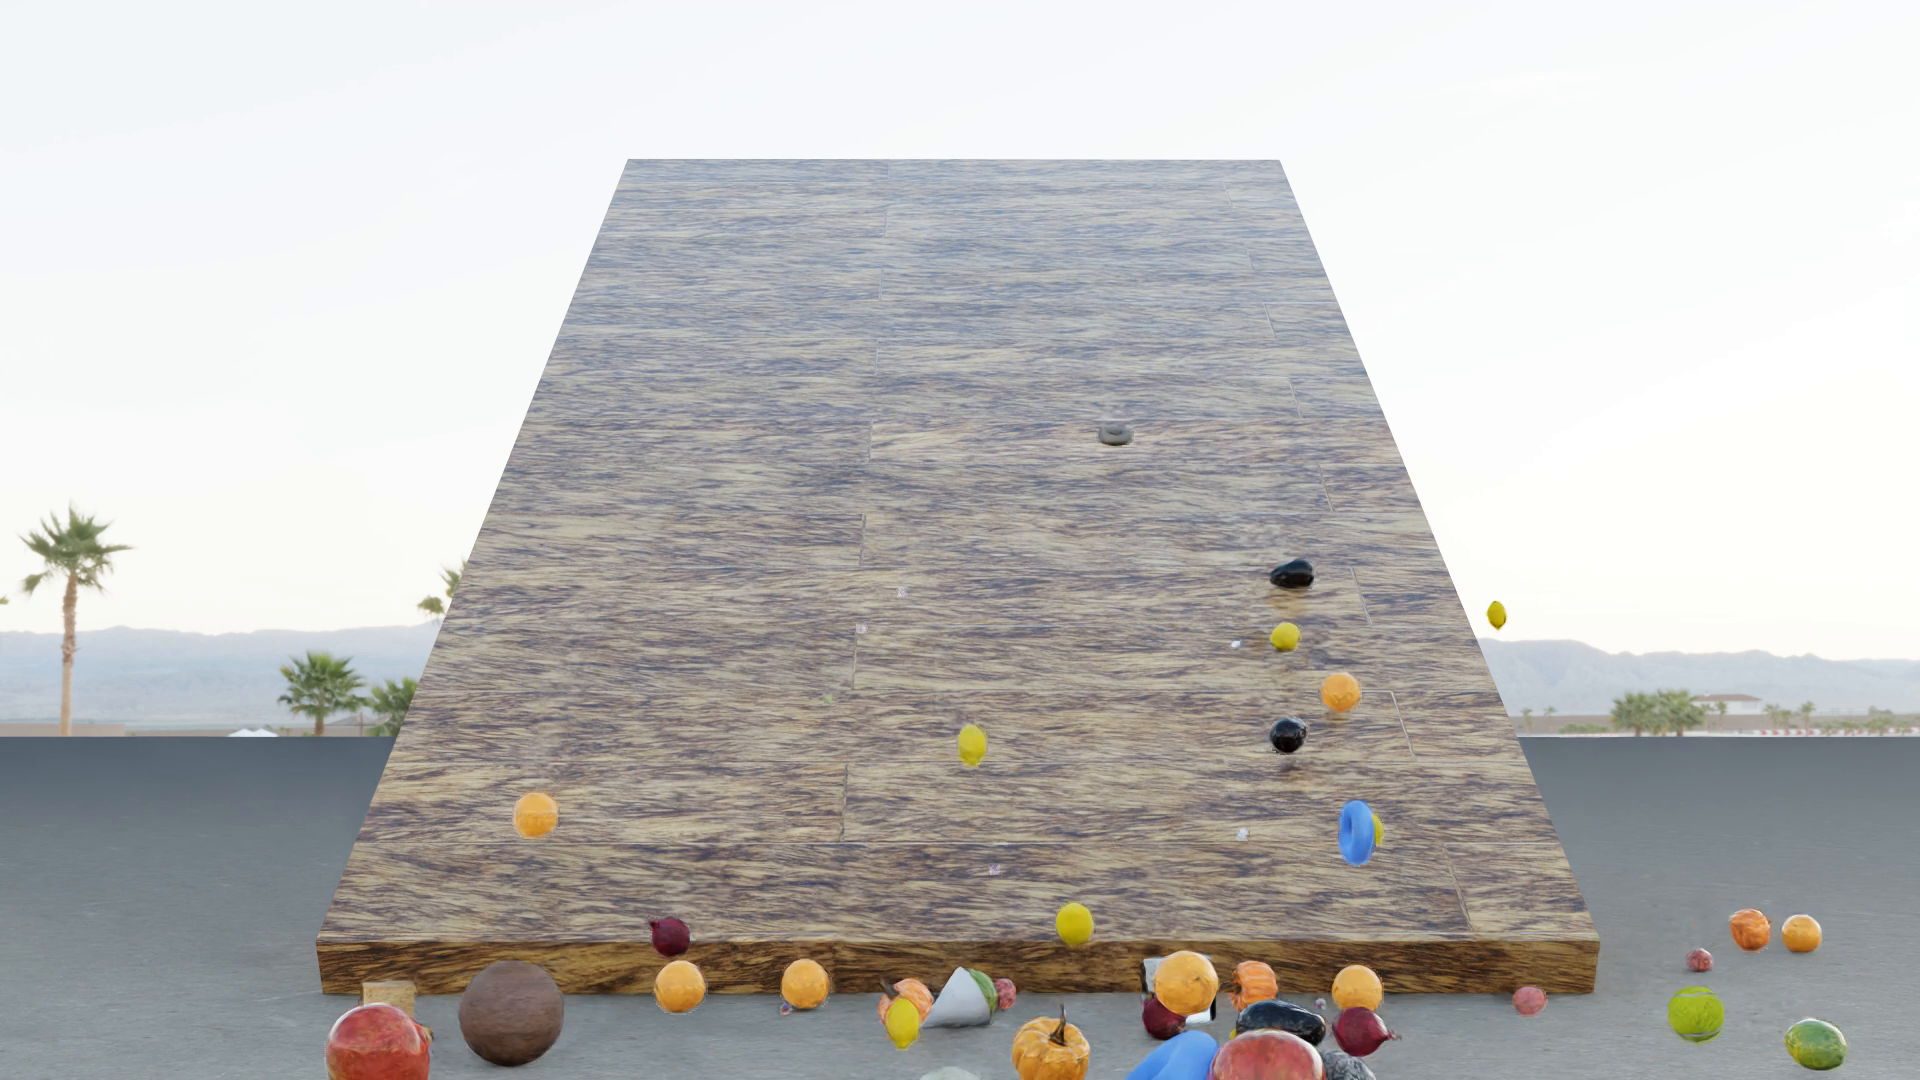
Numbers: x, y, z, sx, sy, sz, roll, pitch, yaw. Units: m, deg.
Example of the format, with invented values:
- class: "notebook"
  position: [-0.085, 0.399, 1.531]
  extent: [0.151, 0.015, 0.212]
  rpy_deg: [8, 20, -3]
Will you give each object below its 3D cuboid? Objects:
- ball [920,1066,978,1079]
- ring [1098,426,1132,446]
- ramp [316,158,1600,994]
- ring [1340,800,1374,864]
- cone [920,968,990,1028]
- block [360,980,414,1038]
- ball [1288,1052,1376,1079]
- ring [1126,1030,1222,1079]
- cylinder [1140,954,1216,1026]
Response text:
- class: "ball"
  position: [-0.010, 0.562, 2.339]
  extent: [0.081, 0.081, 0.081]
  rpy_deg: [0, -5, 0]
- class: "ring"
  position: [0.352, -0.237, 5.374]
  extent: [0.075, 0.025, 0.075]
  rpy_deg: [0, 28, 0]
- class: "ramp"
  position: [-0.010, -0.227, 5.491]
  extent: [2.000, 0.100, 4.000]
  rpy_deg: [0, 27, 0]
- class: "ring"
  position: [0.617, 0.454, 3.680]
  extent: [0.032, 0.097, 0.097]
  rpy_deg: [3, -5, -9]
- class: "cone"
  position: [-0.019, 0.658, 3.304]
  extent: [0.090, 0.090, 0.090]
  rpy_deg: [-26, 6, -22]
- class: "block"
  position: [-0.781, 0.640, 3.229]
  extent: [0.068, 0.068, 0.068]
  rpy_deg: [1, -5, -17]
- class: "ball"
  position: [0.368, 0.554, 2.334]
  extent: [0.096, 0.096, 0.096]
  rpy_deg: [0, -5, 0]
- class: "ring"
  position: [0.200, 0.545, 2.342]
  extent: [0.145, 0.048, 0.145]
  rpy_deg: [-43, 0, 0]
- class: "cylinder"
  position: [0.300, 0.621, 3.264]
  extent: [0.092, 0.092, 0.092]
  rpy_deg: [-3, -5, -2]
